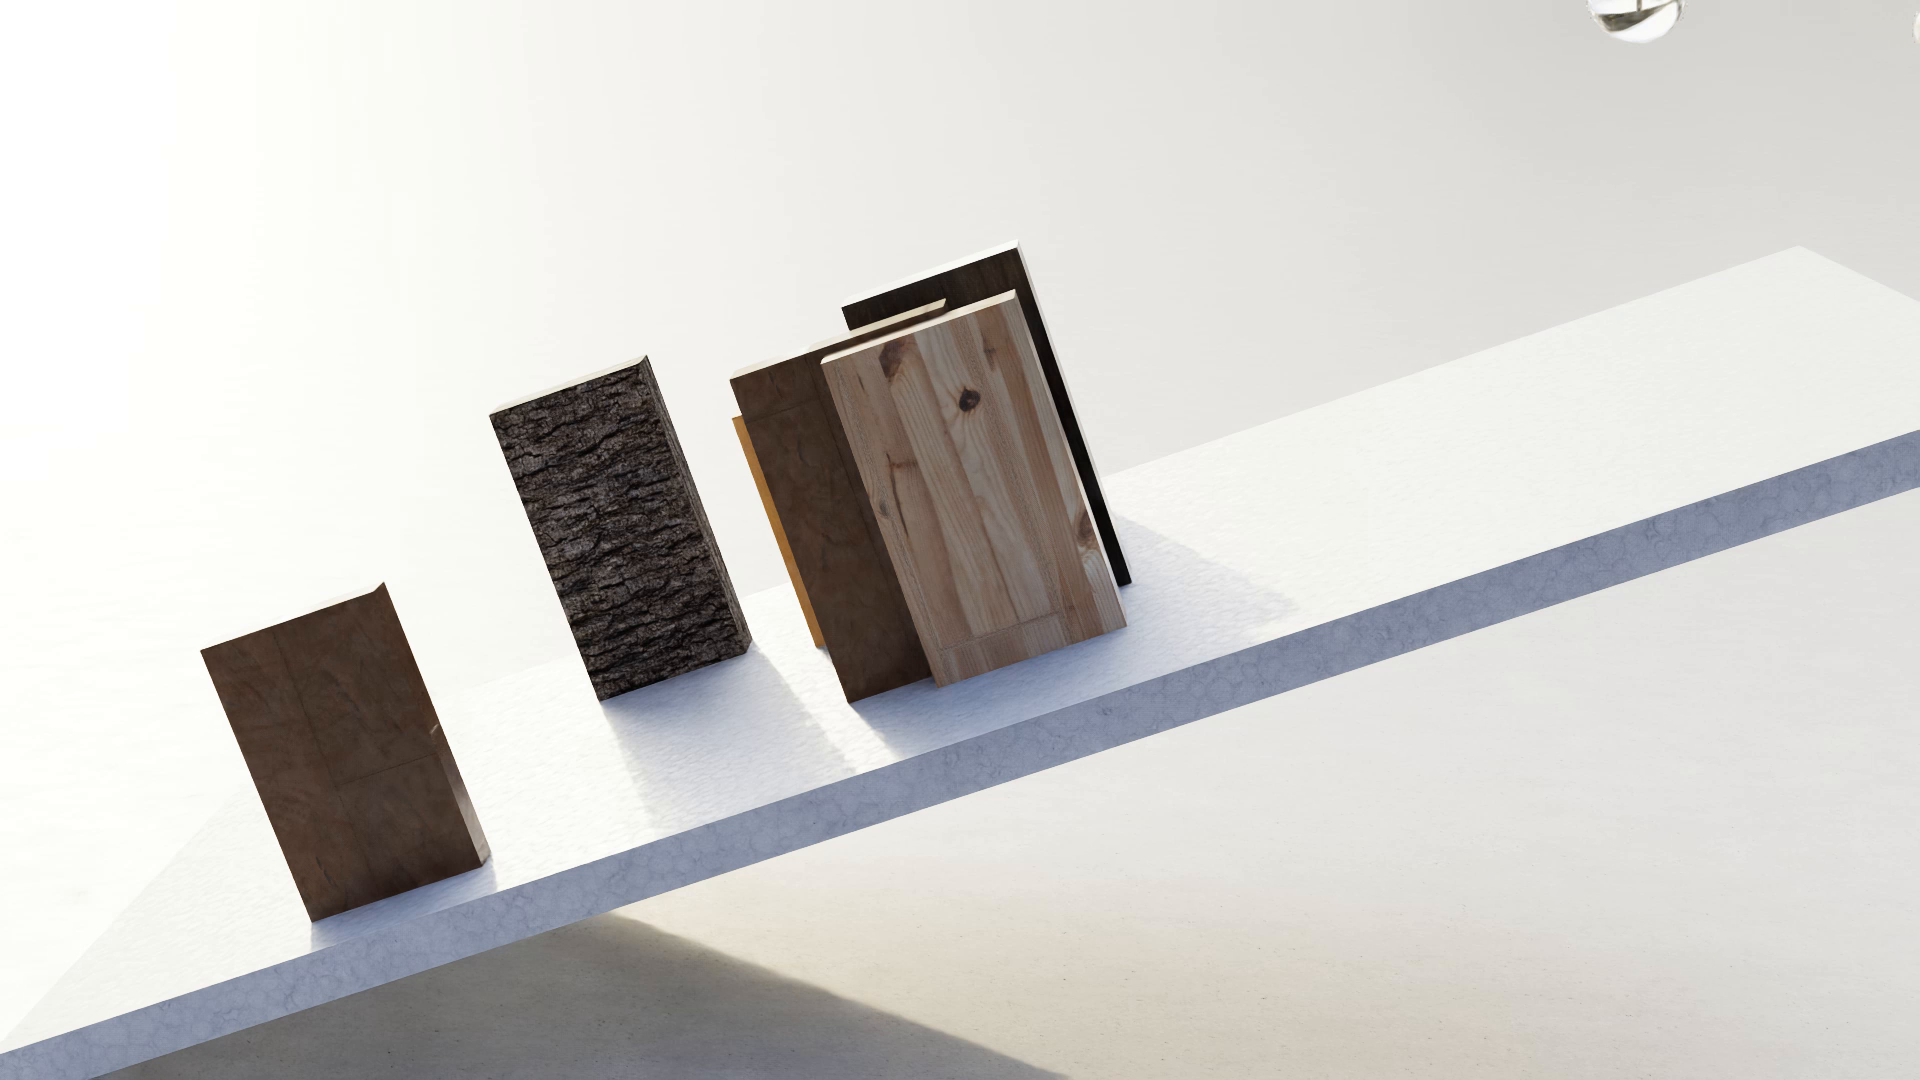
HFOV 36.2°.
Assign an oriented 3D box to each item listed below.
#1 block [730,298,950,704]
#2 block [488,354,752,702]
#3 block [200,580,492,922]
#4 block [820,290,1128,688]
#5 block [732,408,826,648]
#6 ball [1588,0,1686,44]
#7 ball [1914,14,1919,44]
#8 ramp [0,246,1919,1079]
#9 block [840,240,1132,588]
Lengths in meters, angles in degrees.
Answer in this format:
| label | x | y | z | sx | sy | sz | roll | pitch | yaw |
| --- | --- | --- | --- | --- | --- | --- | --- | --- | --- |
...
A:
| label | x | y | z | sx | sy | sz | roll | pitch | yaw |
| --- | --- | --- | --- | --- | --- | --- | --- | --- | --- |
| block | -0.127 | -0.075 | 5.858 | 0.445 | 0.694 | 0.119 | -18 | 11 | 6 |
| block | -0.770 | -0.026 | 6.711 | 0.361 | 0.704 | 0.139 | -18 | 11 | 6 |
| block | -1.175 | 0.408 | 5.642 | 0.356 | 0.572 | 0.090 | -18 | 11 | 6 |
| block | 0.032 | -0.098 | 5.738 | 0.391 | 0.679 | 0.131 | -18 | 11 | 6 |
| block | -0.261 | -0.074 | 6.484 | 0.308 | 0.543 | 0.118 | -18 | 11 | 6 |
| ball | 1.458 | -1.173 | 6.328 | 0.207 | 0.207 | 0.207 | 0 | 12 | 0 |
| ball | 1.979 | -1.029 | 5.911 | 0.114 | 0.114 | 0.114 | 0 | 12 | 0 |
| ramp | 0.109 | 0.179 | 6.303 | 4.000 | 0.100 | 2.000 | -18 | 11 | 6 |
| block | 0.059 | -0.207 | 6.079 | 0.377 | 0.733 | 0.147 | -18 | 11 | 6 |
